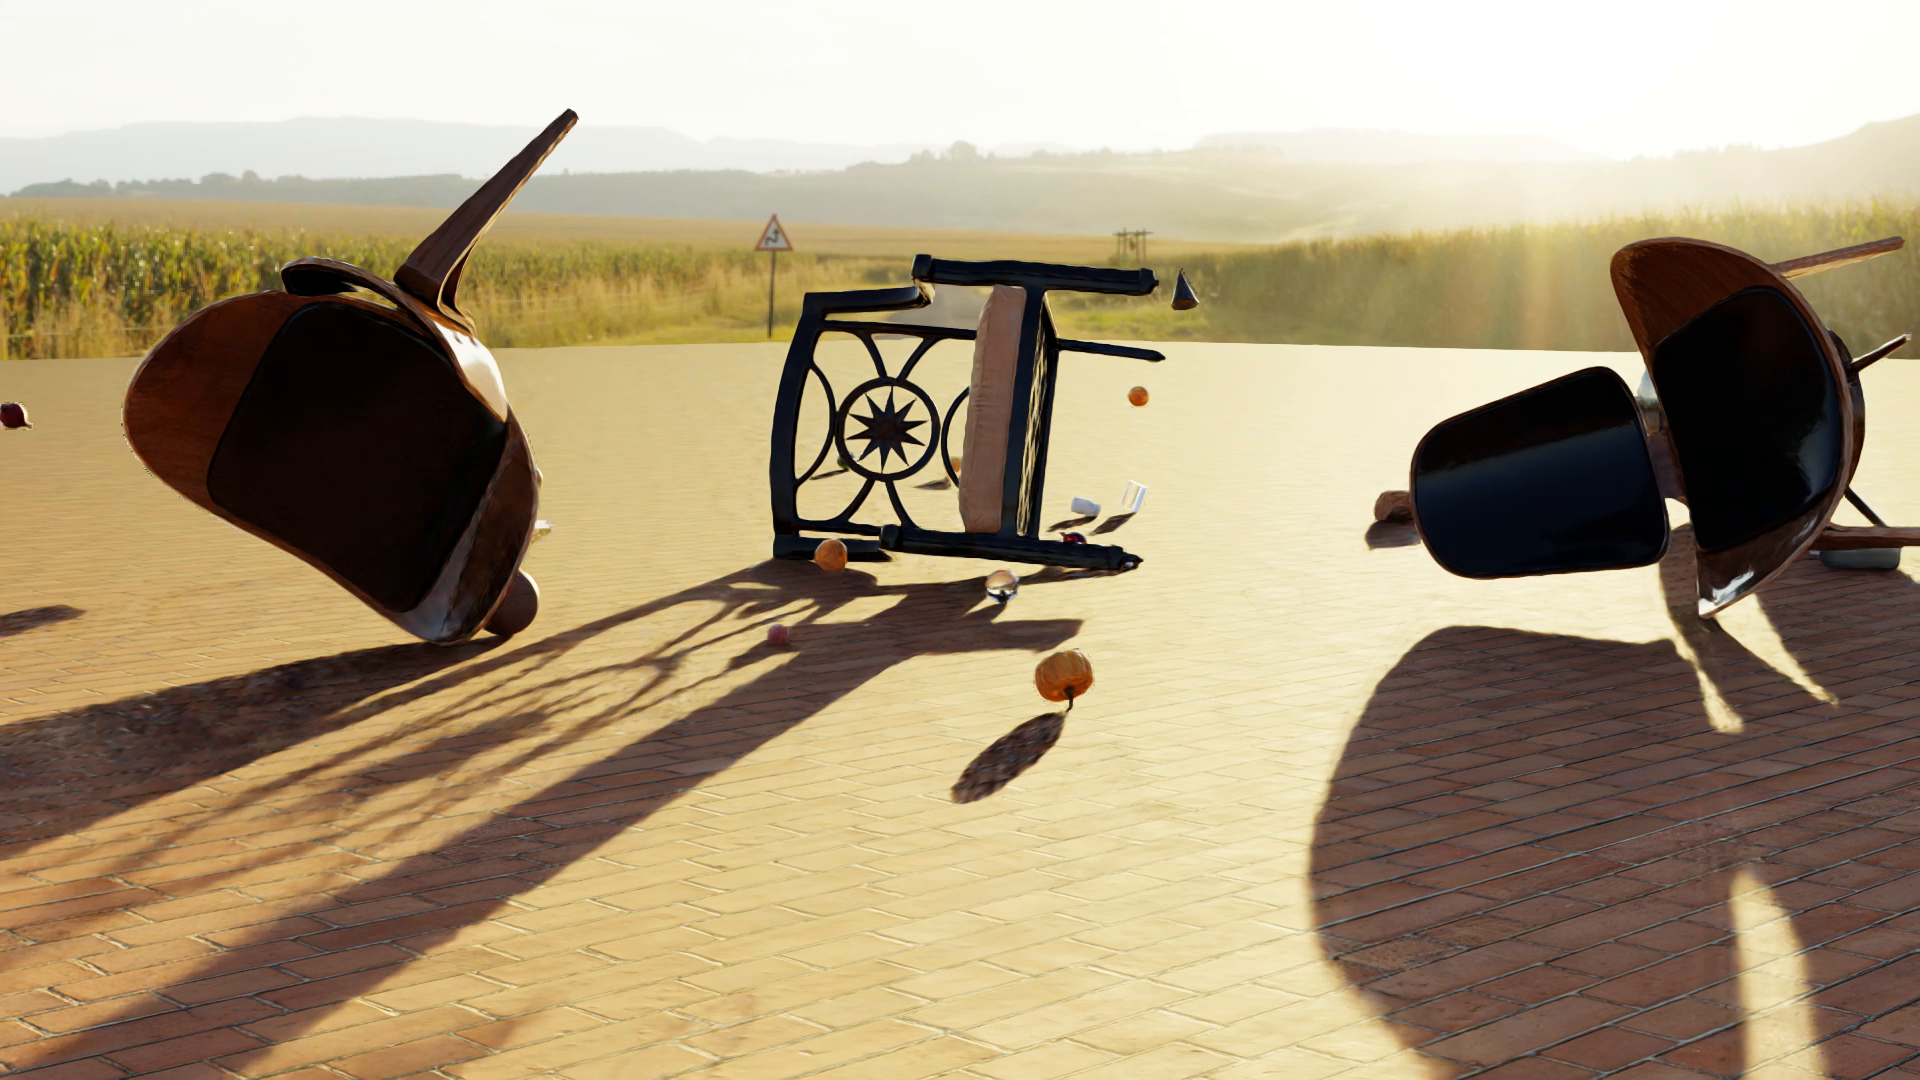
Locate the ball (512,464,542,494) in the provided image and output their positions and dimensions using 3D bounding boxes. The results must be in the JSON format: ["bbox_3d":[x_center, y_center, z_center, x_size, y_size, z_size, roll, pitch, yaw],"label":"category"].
[{"bbox_3d":[-1.303,-0.182,7.736,0.090,0.090,0.090,0,6,0],"label":"ball"}]

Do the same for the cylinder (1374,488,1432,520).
[{"bbox_3d":[1.191,-0.095,6.908,0.125,0.065,0.106,-3,-35,-27],"label":"cylinder"}]

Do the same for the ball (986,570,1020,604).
[{"bbox_3d":[0.085,0.093,5.169,0.069,0.069,0.069,0,6,0],"label":"ball"}]

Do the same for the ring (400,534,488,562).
[{"bbox_3d":[-1.205,0.019,5.993,0.207,0.049,0.213,-3,6,-19],"label":"ring"}]

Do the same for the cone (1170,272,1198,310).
[{"bbox_3d":[0.703,-0.800,8.119,0.090,0.122,0.082,-6,-18,-4],"label":"cone"}]

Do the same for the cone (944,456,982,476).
[{"bbox_3d":[0.019,-0.256,8.426,0.134,0.067,0.065,-12,-19,22],"label":"cone"}]

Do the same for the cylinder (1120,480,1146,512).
[{"bbox_3d":[0.485,-0.122,7.171,0.058,0.073,0.034,27,13,31],"label":"cylinder"}]
